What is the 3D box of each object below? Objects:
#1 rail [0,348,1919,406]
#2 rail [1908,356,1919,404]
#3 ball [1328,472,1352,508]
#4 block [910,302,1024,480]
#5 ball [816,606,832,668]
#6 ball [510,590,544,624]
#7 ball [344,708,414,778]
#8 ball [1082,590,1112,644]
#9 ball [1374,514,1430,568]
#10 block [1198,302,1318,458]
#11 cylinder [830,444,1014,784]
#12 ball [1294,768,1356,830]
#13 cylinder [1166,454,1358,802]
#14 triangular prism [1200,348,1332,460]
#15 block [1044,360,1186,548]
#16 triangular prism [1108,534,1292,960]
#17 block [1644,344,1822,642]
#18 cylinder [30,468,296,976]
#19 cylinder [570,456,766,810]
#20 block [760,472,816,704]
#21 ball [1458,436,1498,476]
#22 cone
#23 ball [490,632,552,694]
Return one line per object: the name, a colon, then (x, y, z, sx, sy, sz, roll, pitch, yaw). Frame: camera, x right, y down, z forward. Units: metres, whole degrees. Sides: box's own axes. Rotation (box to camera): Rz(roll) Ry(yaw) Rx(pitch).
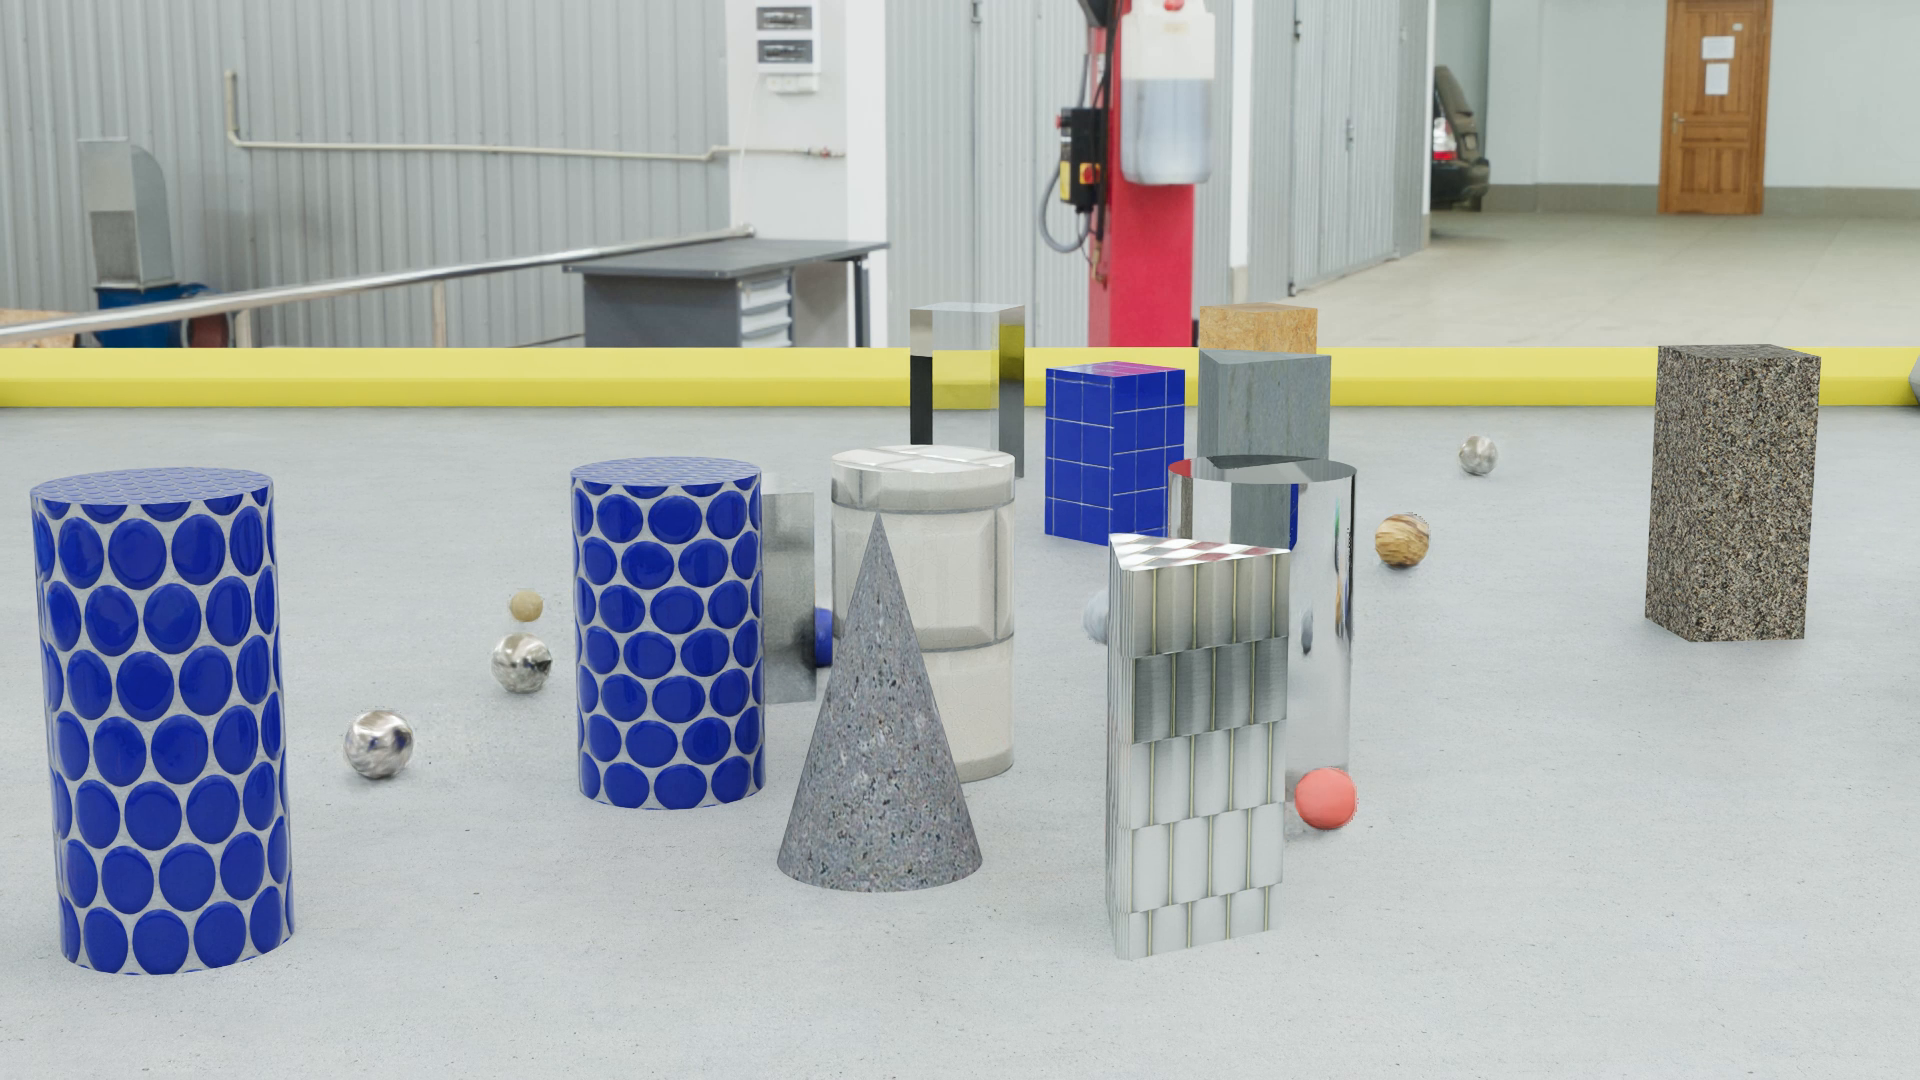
rail: (-0.012, -0.346, 5.476, 4.156, 0.123, 0.045, 0, 11, 0)
rail: (2.054, 0.030, 3.461, 0.045, 0.123, 4.170, 0, 11, 0)
ball: (0.617, -0.081, 4.238, 0.059, 0.059, 0.059, 0, 11, 0)
block: (0.014, -0.255, 4.495, 0.152, 0.307, 0.152, 5, 12, 24)
ball: (-0.173, 0.118, 3.125, 0.074, 0.074, 0.074, 0, 11, 0)
ball: (-0.570, 0.087, 3.374, 0.044, 0.044, 0.044, 0, 11, 0)
ball: (-0.598, 0.210, 2.643, 0.071, 0.071, 0.071, 0, 11, 0)
ball: (0.190, 0.098, 3.249, 0.069, 0.069, 0.069, 0, 11, 0)
ball: (0.644, 0.001, 3.737, 0.080, 0.080, 0.080, 0, 11, 0)
block: (0.548, -0.287, 4.731, 0.152, 0.283, 0.152, -7, 13, -34)
cylinder: (-0.038, 0.075, 2.678, 0.190, 0.323, 0.190, 0, 11, 0)
ball: (0.351, 0.249, 2.465, 0.059, 0.059, 0.059, 0, 11, 0)
cylinder: (0.305, 0.086, 2.620, 0.190, 0.322, 0.190, 0, 11, 0)
triangular prism: (0.333, -0.034, 3.096, 0.165, 0.383, 0.143, -7, 13, -33)
block: (0.240, -0.136, 3.983, 0.152, 0.260, 0.152, -9, 14, -40)
triangular prism: (0.168, 0.166, 2.181, 0.165, 0.326, 0.143, -6, 12, -30)
block: (0.995, -0.063, 3.314, 0.152, 0.362, 0.152, -1, 11, -7)
cylinder: (-0.659, 0.145, 2.132, 0.190, 0.386, 0.190, 0, 11, 0)
cylinder: (-0.294, 0.090, 2.596, 0.190, 0.324, 0.190, 0, 11, 0)
block: (-0.261, 0.056, 2.992, 0.152, 0.245, 0.152, -3, 11, -16)
ball: (0.923, -0.150, 4.572, 0.072, 0.072, 0.072, 0, 11, 0)
cone: (-0.074, 0.133, 2.344, 0.190, 0.332, 0.190, 0, 11, 0)
ball: (-0.513, 0.143, 2.999, 0.072, 0.072, 0.072, 0, 11, 0)
